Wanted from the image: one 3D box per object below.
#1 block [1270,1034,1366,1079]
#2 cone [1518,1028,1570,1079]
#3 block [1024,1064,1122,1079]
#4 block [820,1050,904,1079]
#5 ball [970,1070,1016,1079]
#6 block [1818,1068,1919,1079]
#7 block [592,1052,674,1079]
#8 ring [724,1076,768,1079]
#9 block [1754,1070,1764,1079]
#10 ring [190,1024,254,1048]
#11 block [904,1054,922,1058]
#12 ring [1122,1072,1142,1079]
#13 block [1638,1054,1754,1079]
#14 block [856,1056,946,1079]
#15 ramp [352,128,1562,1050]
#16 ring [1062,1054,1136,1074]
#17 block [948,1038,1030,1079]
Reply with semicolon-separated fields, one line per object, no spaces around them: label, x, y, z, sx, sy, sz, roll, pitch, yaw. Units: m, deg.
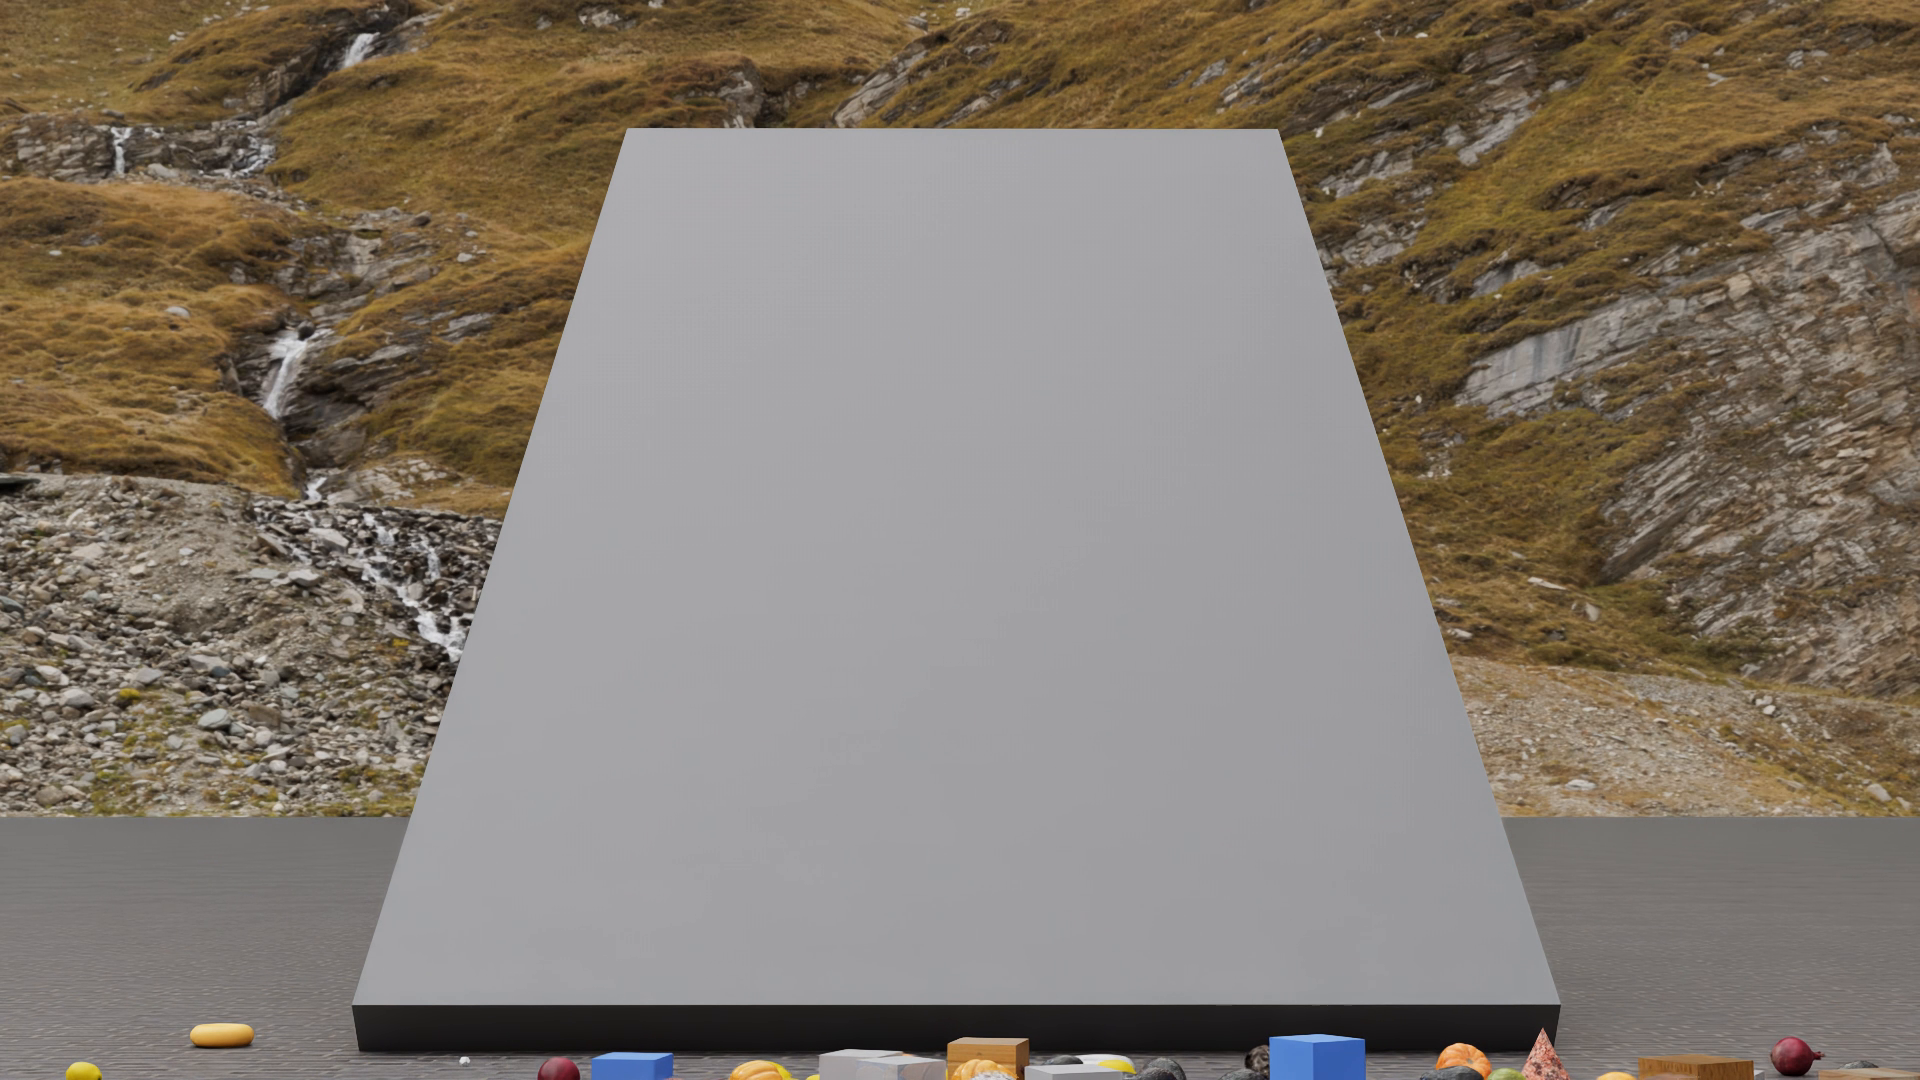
block;0.485;0.723;3.291;0.091;0.091;0.091;4;-7;-32
cone;0.811;0.727;3.367;0.099;0.099;0.099;0;-6;0
block;0.136;0.682;2.917;0.090;0.090;0.090;2;-7;-20
block;-0.129;0.715;3.178;0.083;0.083;0.083;-3;-7;23
ball;0.040;0.683;2.917;0.088;0.088;0.088;0;-6;0
block;1.082;0.675;2.858;0.091;0.091;0.091;2;-7;-18
block;-0.422;0.708;3.123;0.084;0.084;0.084;-1;-6;9
ring;-0.298;0.763;3.367;0.087;0.029;0.087;1;-7;0
block;0.992;0.715;3.106;0.066;0.066;0.066;-3;-7;28
ring;-1.261;0.847;4.144;0.105;0.035;0.105;1;-7;0
block;-0.087;0.747;3.367;0.060;0.060;0.060;2;-7;-18
ring;0.193;0.751;3.315;0.123;0.041;0.123;0;-5;0
block;0.903;0.685;2.971;0.096;0.096;0.096;4;-7;-30
block;-0.076;0.706;3.098;0.082;0.082;0.082;6;-9;-42
ramp;-0.014;-0.205;5.756;2.000;0.100;4.000;0;31;0
ring;0.203;0.782;3.576;0.111;0.037;0.111;-1;-5;0
block;0.039;0.717;3.240;0.092;0.092;0.092;-1;-7;13
